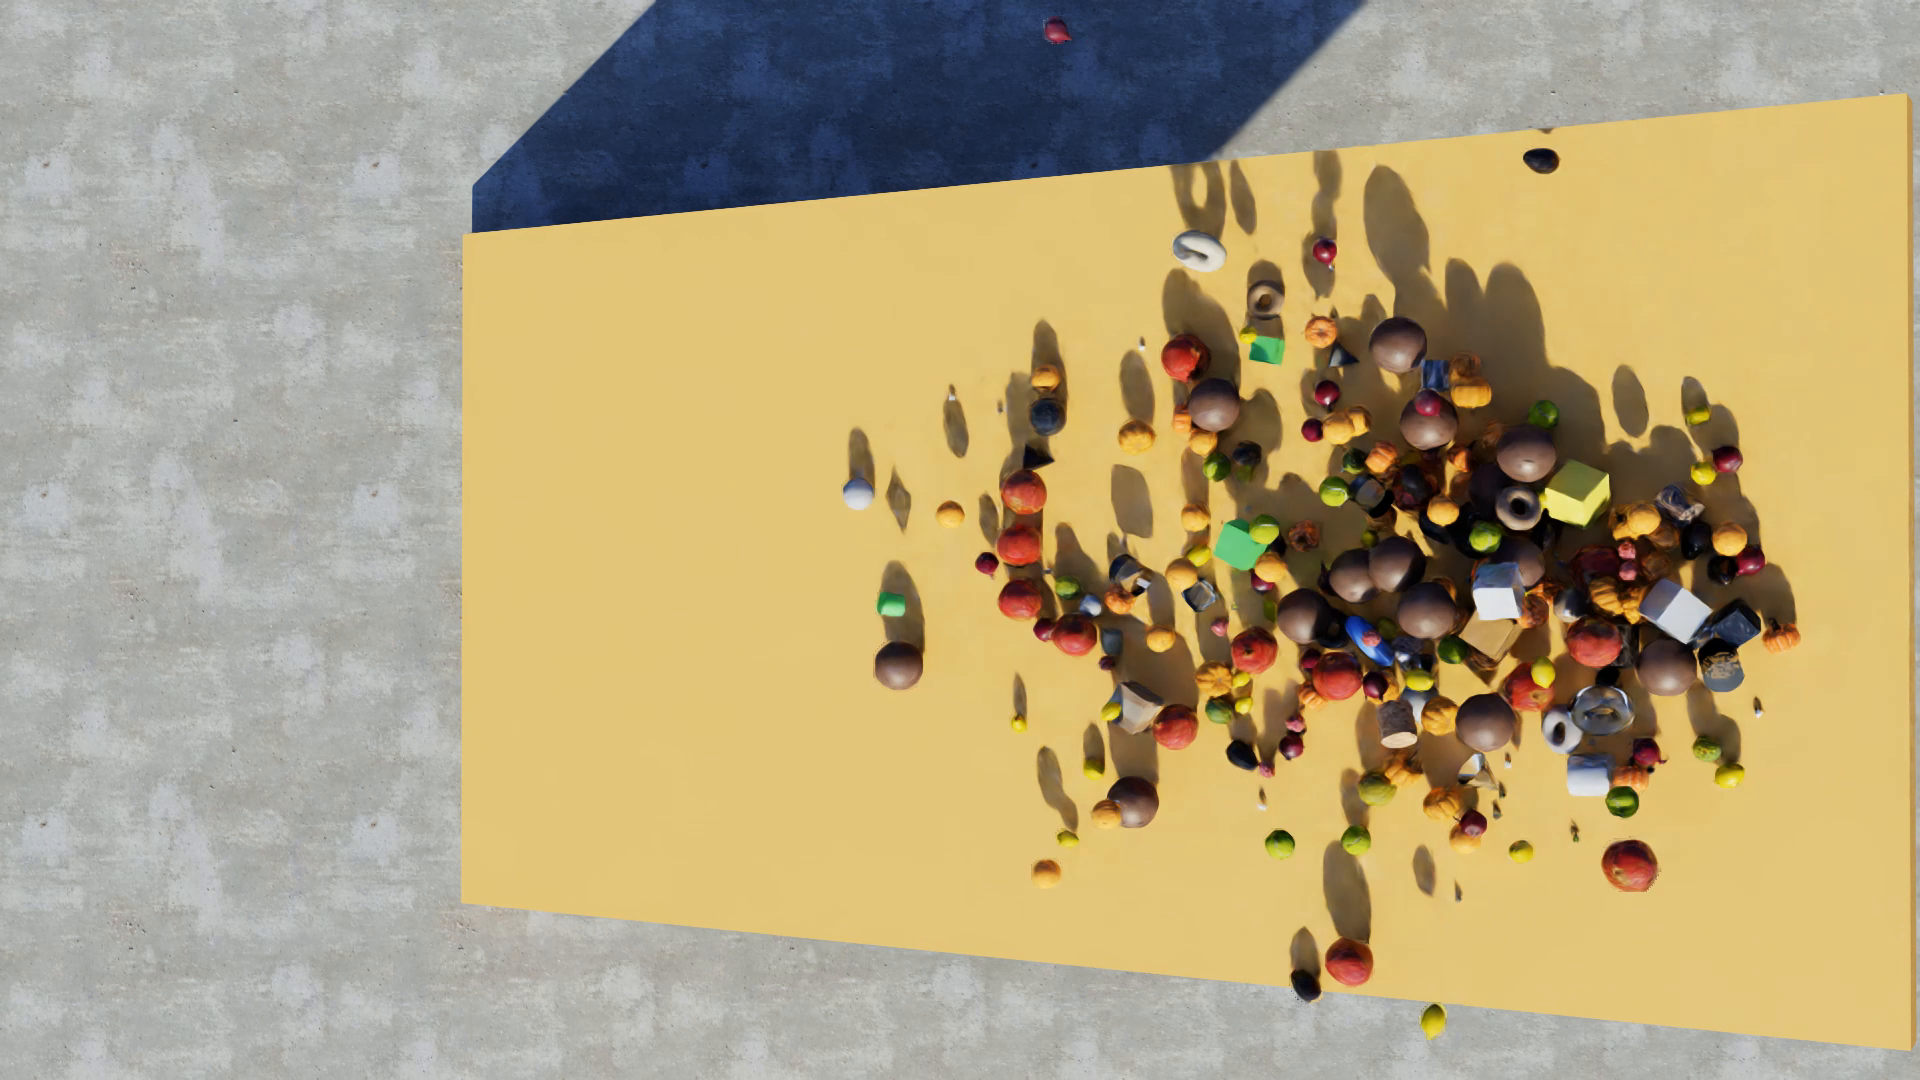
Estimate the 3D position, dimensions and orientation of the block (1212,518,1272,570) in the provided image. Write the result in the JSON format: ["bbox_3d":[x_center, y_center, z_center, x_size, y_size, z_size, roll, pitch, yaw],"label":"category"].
[{"bbox_3d":[0.668,0.011,5.213,0.087,0.087,0.087,30,111,27],"label":"block"}]

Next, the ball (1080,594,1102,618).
[{"bbox_3d":[0.328,0.165,5.503,0.059,0.059,0.059,0,89,0],"label":"ball"}]

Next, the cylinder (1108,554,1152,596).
[{"bbox_3d":[0.418,0.085,5.383,0.077,0.077,0.077,34,89,33],"label":"cylinder"}]

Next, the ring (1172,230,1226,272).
[{"bbox_3d":[0.577,-0.696,5.304,0.136,0.136,0.045,21,68,0],"label":"ring"}]

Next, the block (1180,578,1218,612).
[{"bbox_3d":[0.585,0.135,5.358,0.056,0.056,0.056,-45,69,22],"label":"block"}]

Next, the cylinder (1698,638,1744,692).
[{"bbox_3d":[1.633,0.269,4.720,0.083,0.083,0.083,4,125,5],"label":"cylinder"}]

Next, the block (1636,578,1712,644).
[{"bbox_3d":[1.533,0.151,4.721,0.092,0.092,0.092,35,94,-17],"label":"block"}]

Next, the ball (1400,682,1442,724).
[{"bbox_3d":[1.060,0.374,5.061,0.096,0.096,0.096,0,89,0],"label":"ball"}]

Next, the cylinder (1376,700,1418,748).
[{"bbox_3d":[0.984,0.414,4.952,0.082,0.082,0.082,-4,60,0],"label":"cylinder"}]

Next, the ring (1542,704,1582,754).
[{"bbox_3d":[1.345,0.423,4.912,0.037,0.112,0.112,-2,89,-28],"label":"ring"}]

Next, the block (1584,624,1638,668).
[{"bbox_3d":[1.434,0.234,4.844,0.092,0.092,0.092,-2,86,35],"label":"block"}]

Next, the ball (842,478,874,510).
[{"bbox_3d":[-0.269,-0.122,5.833,0.085,0.085,0.085,0,89,0],"label":"ball"}]

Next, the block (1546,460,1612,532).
[{"bbox_3d":[1.366,-0.099,4.858,0.097,0.097,0.097,28,64,39],"label":"block"}]

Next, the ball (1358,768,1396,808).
[{"bbox_3d":[0.970,0.575,5.114,0.091,0.091,0.091,0,89,0],"label":"ball"}]

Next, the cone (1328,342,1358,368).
[{"bbox_3d":[0.911,-0.429,5.192,0.067,0.067,0.067,16,89,2],"label":"cone"}]

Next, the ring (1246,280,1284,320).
[{"bbox_3d":[0.736,-0.577,5.293,0.098,0.033,0.098,0,91,30],"label":"ring"}]

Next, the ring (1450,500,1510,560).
[{"bbox_3d":[1.188,-0.024,5.021,0.139,0.046,0.139,0,89,28],"label":"ring"}]

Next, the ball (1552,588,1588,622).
[{"bbox_3d":[1.352,0.145,4.874,0.078,0.078,0.078,0,89,0],"label":"ball"}]

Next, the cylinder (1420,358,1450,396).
[{"bbox_3d":[1.094,-0.377,5.064,0.063,0.063,0.063,14,64,0],"label":"cylinder"}]

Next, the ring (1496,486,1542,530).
[{"bbox_3d":[1.225,-0.070,4.824,0.106,0.035,0.106,3,68,-7],"label":"ring"}]

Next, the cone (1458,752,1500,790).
[{"bbox_3d":[1.172,0.534,4.901,0.088,0.088,0.088,36,90,-8],"label":"cone"}]

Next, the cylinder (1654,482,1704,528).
[{"bbox_3d":[1.563,-0.075,4.779,0.073,0.073,0.073,-34,55,0],"label":"cylinder"}]

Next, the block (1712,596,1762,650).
[{"bbox_3d":[1.665,0.179,4.713,0.069,0.069,0.069,46,121,-2],"label":"block"}]

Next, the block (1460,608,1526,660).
[{"bbox_3d":[1.187,0.202,4.903,0.092,0.092,0.092,36,105,24],"label":"block"}]

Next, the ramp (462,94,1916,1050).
[{"bbox_3d":[0.271,0.075,5.629,4.000,0.100,2.000,0,89,30],"label":"ramp"}]

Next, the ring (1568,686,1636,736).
[{"bbox_3d":[1.406,0.374,4.819,0.143,0.143,0.048,17,47,0],"label":"ring"}]

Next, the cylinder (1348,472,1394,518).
[{"bbox_3d":[0.944,-0.103,5.051,0.076,0.076,0.076,-42,47,0],"label":"cylinder"}]

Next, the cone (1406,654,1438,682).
[{"bbox_3d":[1.060,0.307,5.011,0.072,0.072,0.072,1,114,1],"label":"cone"}]

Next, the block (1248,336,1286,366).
[{"bbox_3d":[0.737,-0.455,5.274,0.061,0.061,0.061,13,96,29],"label":"block"}]

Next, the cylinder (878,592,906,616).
[{"bbox_3d":[-0.176,0.166,5.671,0.057,0.057,0.057,10,89,-19],"label":"cylinder"}]

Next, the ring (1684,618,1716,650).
[{"bbox_3d":[1.580,0.200,4.702,0.026,0.078,0.078,37,90,-17],"label":"ring"}]

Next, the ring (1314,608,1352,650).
[{"bbox_3d":[0.884,0.212,5.200,0.098,0.033,0.098,0,90,29],"label":"ring"}]

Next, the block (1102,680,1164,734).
[{"bbox_3d":[0.427,0.412,5.426,0.091,0.091,0.091,34,106,26],"label":"block"}]

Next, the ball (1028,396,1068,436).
[{"bbox_3d":[0.221,-0.311,5.546,0.099,0.099,0.099,0,89,0],"label":"ball"}]

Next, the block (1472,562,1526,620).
[{"bbox_3d":[1.174,0.112,4.794,0.086,0.086,0.086,-4,126,27],"label":"block"}]

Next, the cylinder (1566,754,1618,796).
[{"bbox_3d":[1.399,0.520,4.868,0.090,0.090,0.090,-5,89,30],"label":"cylinder"}]

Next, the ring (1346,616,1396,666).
[{"bbox_3d":[0.951,0.234,5.099,0.048,0.145,0.145,-44,90,12],"label":"ring"}]
